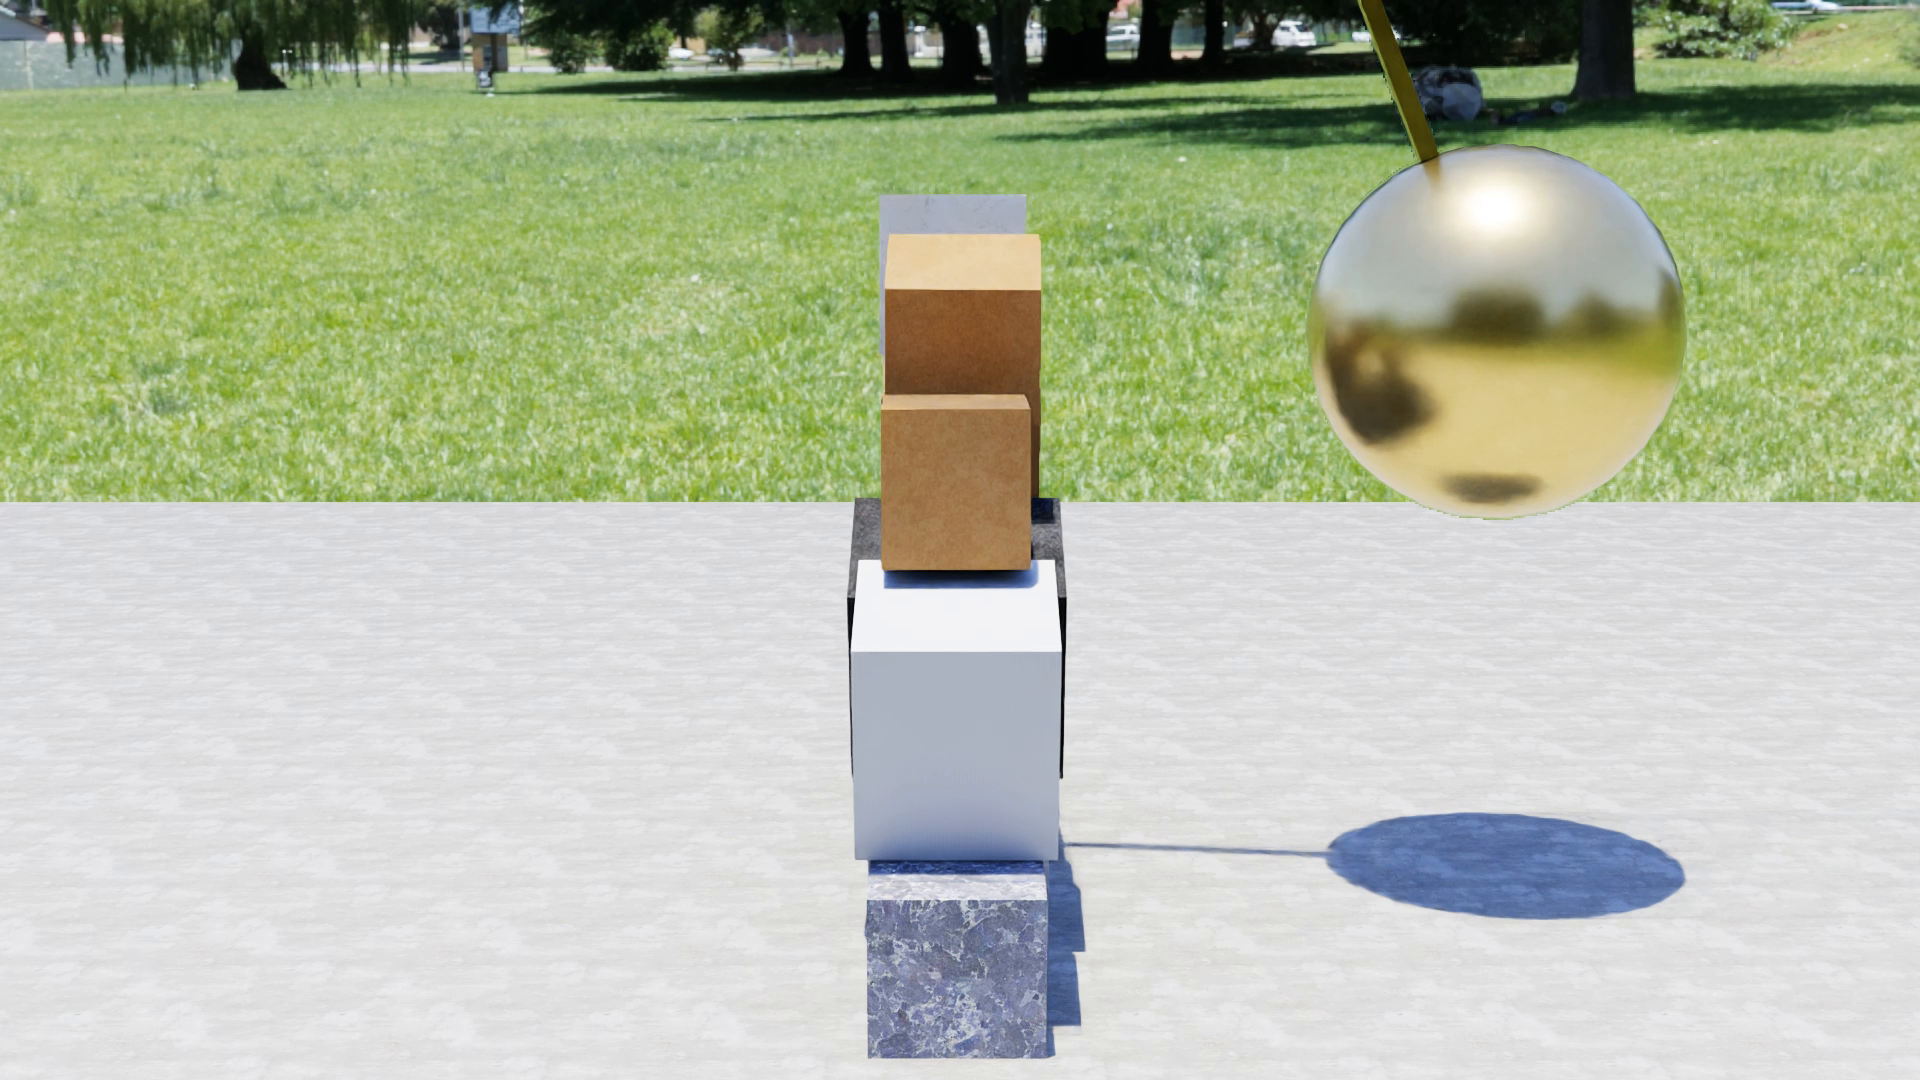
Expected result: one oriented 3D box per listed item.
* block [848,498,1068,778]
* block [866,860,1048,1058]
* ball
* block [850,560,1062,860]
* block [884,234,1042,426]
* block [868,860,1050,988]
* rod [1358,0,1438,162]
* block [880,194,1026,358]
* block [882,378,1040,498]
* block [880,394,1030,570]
[{"bbox_3d":[-0.011,0.397,10.629,0.863,0.851,0.847,0,28,0],"label":"block"},{"bbox_3d":[-0.011,1.515,9.561,0.645,0.598,0.714,0,10,0],"label":"block"},{"bbox_3d":[2.295,-0.893,11.018,1.600,1.600,1.600,0,10,0],"label":"ball"},{"bbox_3d":[-0.013,0.638,9.790,0.760,0.868,0.813,0,23,0],"label":"block"},{"bbox_3d":[0.014,-0.887,10.758,0.638,0.612,0.562,1,30,0],"label":"block"},{"bbox_3d":[-0.004,1.356,10.230,0.696,0.672,0.642,0,10,0],"label":"block"},{"bbox_3d":[0.994,-3.984,10.456,0.080,5.200,0.080,-22,10,4],"label":"rod"},{"bbox_3d":[-0.028,-1.209,11.982,0.663,0.720,0.702,0,1,1],"label":"block"},{"bbox_3d":[0.002,-0.430,11.379,0.675,0.709,0.768,0,23,-1],"label":"block"},{"bbox_3d":[-0.019,-0.235,10.015,0.563,0.611,0.676,0,8,-1],"label":"block"}]
